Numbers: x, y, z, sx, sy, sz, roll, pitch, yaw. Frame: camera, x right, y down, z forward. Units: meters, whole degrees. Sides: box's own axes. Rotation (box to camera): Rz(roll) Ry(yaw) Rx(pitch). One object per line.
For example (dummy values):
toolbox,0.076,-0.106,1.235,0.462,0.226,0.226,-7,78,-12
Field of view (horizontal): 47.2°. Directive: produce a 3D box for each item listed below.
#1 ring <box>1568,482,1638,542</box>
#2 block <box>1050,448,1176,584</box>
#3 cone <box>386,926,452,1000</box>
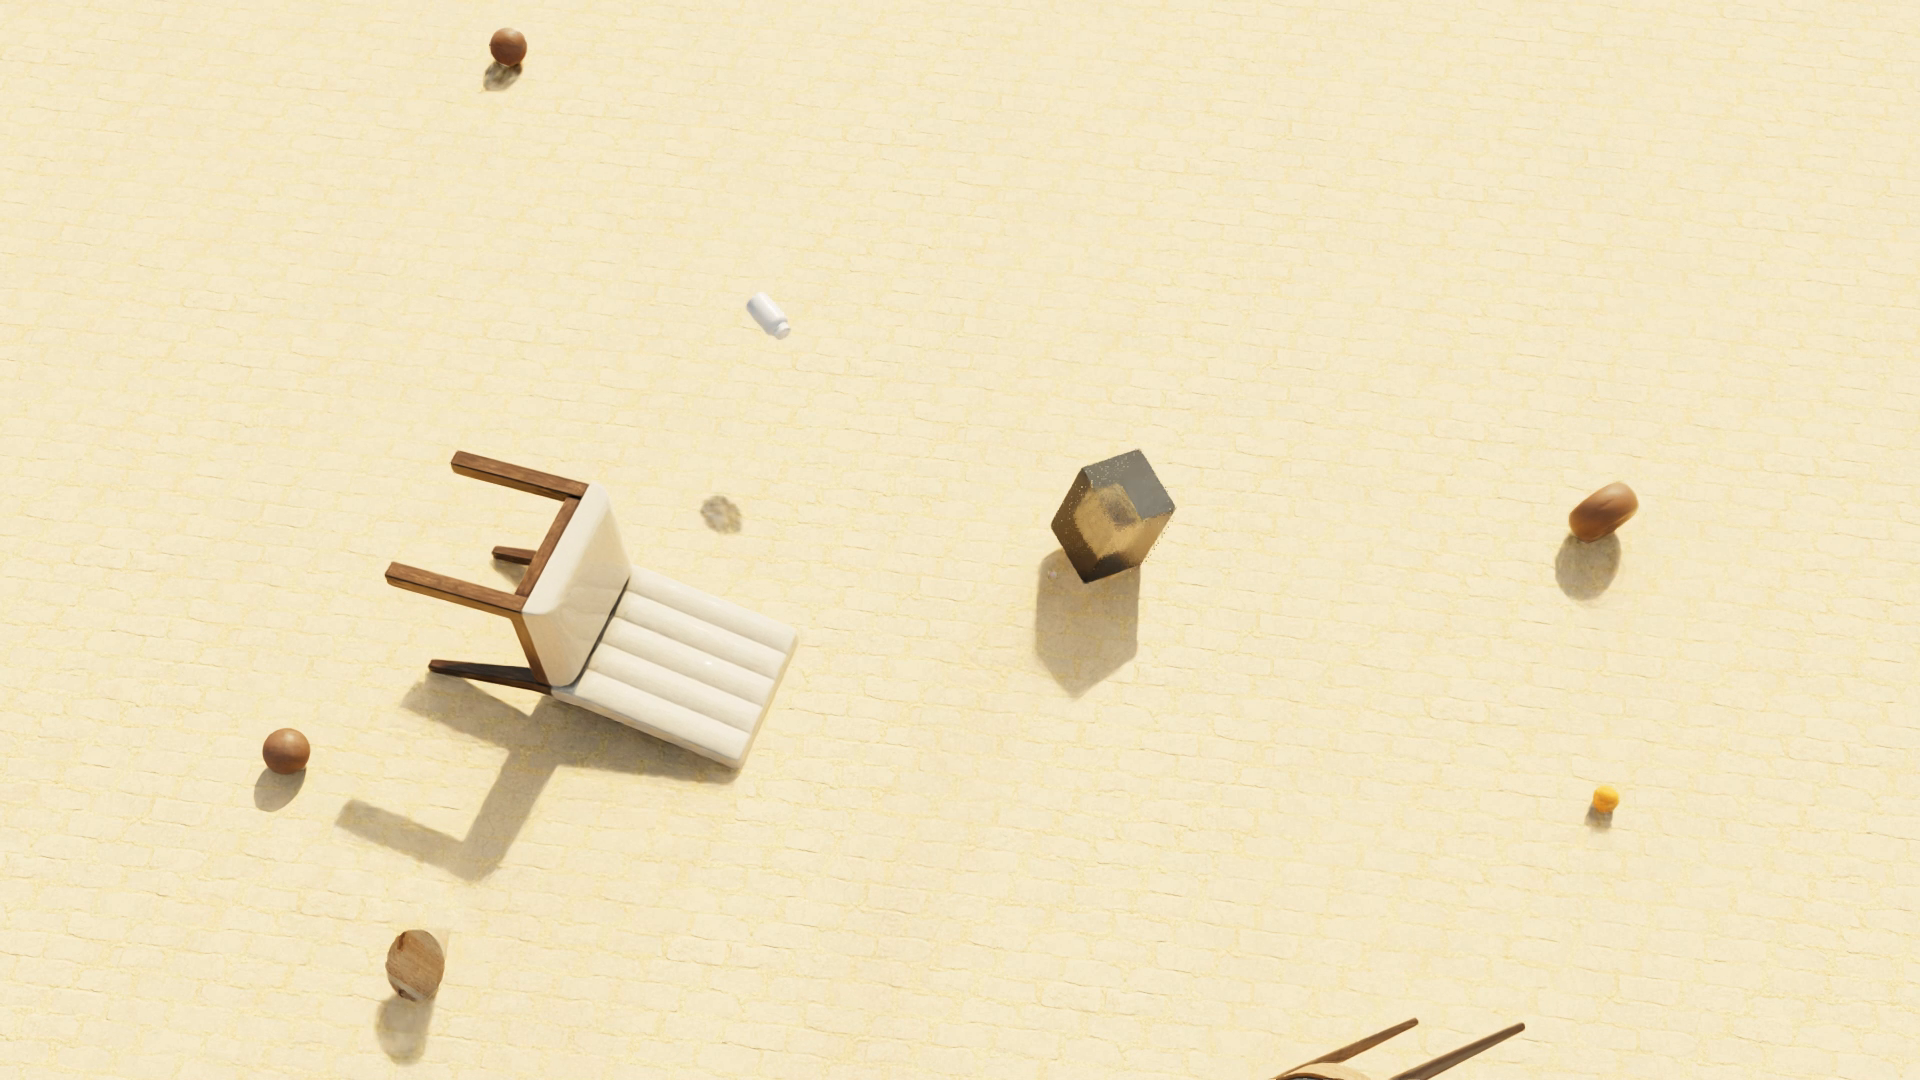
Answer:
ring,1.903,-0.081,6.504,0.213,0.208,0.107,-34,74,3
block,0.442,-0.067,6.389,0.204,0.317,0.214,-18,66,-26
cone,-1.376,1.060,5.744,0.161,0.290,0.163,35,38,3
